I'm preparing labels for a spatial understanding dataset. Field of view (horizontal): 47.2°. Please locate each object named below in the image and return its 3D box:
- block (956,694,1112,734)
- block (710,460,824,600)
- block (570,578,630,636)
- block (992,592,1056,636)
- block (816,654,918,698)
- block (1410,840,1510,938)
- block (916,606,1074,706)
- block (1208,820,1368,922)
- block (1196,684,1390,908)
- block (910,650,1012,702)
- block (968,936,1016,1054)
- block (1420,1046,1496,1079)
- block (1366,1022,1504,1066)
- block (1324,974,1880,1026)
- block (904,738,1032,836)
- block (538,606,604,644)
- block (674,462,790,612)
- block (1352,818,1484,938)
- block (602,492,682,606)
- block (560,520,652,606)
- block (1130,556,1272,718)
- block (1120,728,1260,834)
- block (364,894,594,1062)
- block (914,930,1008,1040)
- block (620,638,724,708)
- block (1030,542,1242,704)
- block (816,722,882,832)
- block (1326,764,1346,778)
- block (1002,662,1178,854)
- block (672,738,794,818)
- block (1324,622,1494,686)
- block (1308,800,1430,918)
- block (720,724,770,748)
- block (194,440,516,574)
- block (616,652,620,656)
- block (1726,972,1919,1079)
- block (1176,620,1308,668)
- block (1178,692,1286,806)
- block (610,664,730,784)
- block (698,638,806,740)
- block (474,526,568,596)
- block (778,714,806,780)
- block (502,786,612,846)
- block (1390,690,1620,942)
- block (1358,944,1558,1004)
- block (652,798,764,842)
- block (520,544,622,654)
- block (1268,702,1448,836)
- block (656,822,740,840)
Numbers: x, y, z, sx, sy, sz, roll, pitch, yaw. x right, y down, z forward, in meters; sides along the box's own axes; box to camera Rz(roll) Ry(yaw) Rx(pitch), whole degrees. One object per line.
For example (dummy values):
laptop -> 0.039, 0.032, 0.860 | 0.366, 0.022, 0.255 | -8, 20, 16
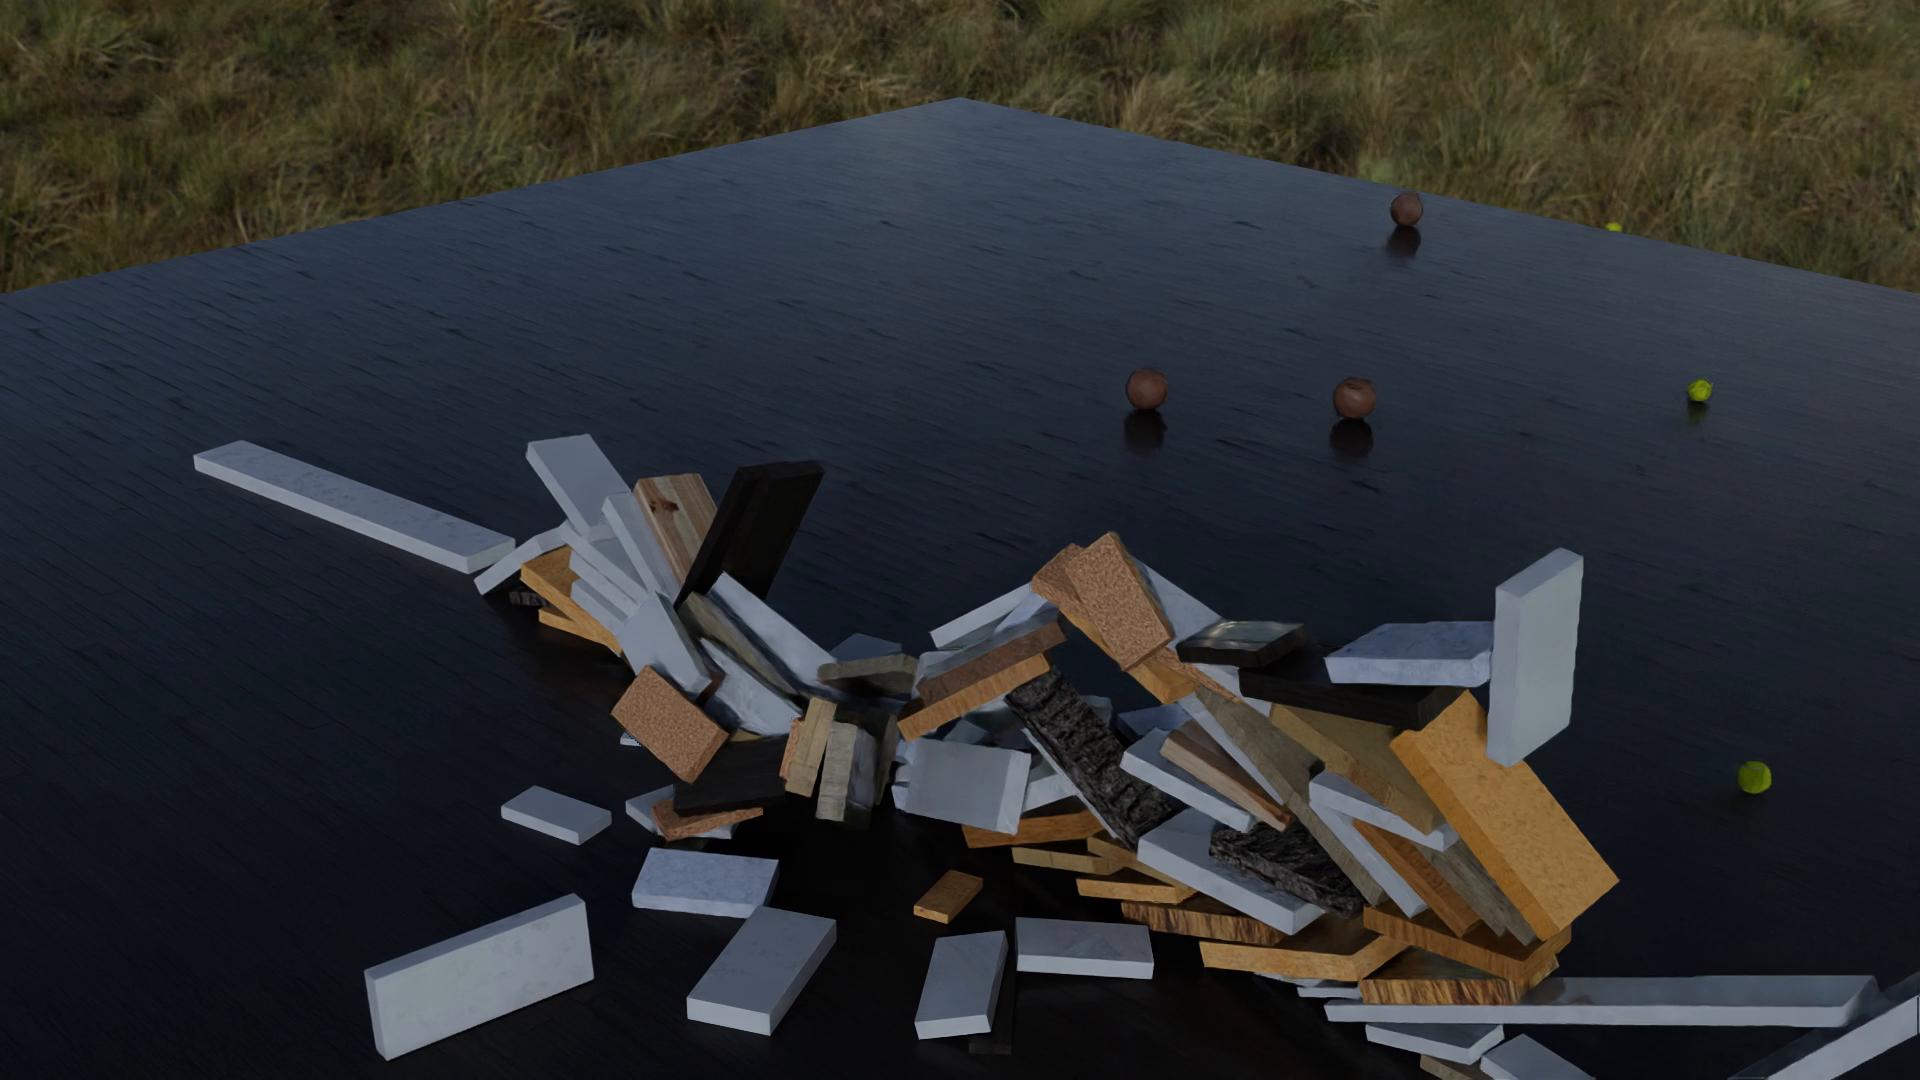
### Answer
block -> 0.150, 0.390, 4.579 | 0.310, 0.155, 0.044 | 7, 25, -8
block -> -0.452, 0.042, 4.805 | 0.130, 0.587, 0.037 | -10, 55, -35
block -> -0.724, 0.178, 5.067 | 0.337, 0.048, 0.169 | 36, 38, 30
block -> 0.173, 0.123, 4.184 | 0.127, 0.254, 0.036 | -12, 68, -34
block -> -0.154, 0.271, 4.352 | 0.121, 0.034, 0.258 | 25, -24, -38
block -> 0.845, 0.536, 3.581 | 0.108, 0.031, 0.216 | -22, 56, -31
block -> 0.067, 0.212, 4.082 | 0.292, 0.041, 0.146 | -26, 6, 13
block -> 0.601, 0.566, 3.839 | 0.299, 0.042, 0.149 | 21, 25, 39
block -> 0.616, 0.408, 3.798 | 0.146, 0.041, 0.498 | -20, 55, -29
block -> 0.024, 0.266, 4.261 | 0.223, 0.112, 0.032 | -1, 40, -19
block -> 0.061, 0.795, 3.861 | 0.072, 0.020, 0.328 | 1, 23, 3
block -> 0.878, 0.883, 3.641 | 0.205, 0.029, 0.103 | 21, 31, 40
block -> 0.798, 0.828, 3.702 | 0.103, 0.029, 0.205 | -21, 16, -41
block -> 0.978, 0.730, 3.486 | 0.108, 0.031, 0.942 | -22, 6, -42
block -> 0.010, 0.464, 4.180 | 0.042, 0.149, 0.422 | 15, -8, -24
block -> -0.886, 0.190, 5.271 | 0.231, 0.033, 0.116 | 16, 28, 33
block -> -0.504, 0.022, 4.799 | 0.126, 0.516, 0.036 | -9, 54, -36
block -> 0.783, 0.524, 3.623 | 0.129, 0.036, 0.257 | -24, 57, -32
block -> -0.674, 0.022, 5.017 | 0.159, 0.045, 0.319 | -11, 57, -39
block -> -0.758, 0.037, 5.080 | 0.320, 0.045, 0.160 | 37, 38, 28
block -> 0.426, 0.170, 3.882 | 0.455, 0.031, 0.110 | 35, 47, 29
block -> 0.434, 0.434, 3.983 | 0.261, 0.037, 0.131 | 27, 27, 23
block -> -0.823, 0.750, 3.792 | 0.393, 0.155, 0.044 | -17, 24, -34
block -> 0.005, 0.776, 3.846 | 0.126, 0.036, 0.253 | -9, 22, 13
block -> -0.593, 0.257, 4.511 | 0.037, 0.130, 0.260 | 27, 11, -46
block -> 0.346, 0.146, 3.954 | 0.443, 0.036, 0.127 | 29, 44, 23
block -> -0.207, 0.451, 4.153 | 0.050, 0.176, 0.353 | 7, -10, 7
block -> 0.680, 0.382, 3.659 | 0.065, 0.018, 0.130 | -27, 34, -37
block -> 0.243, 0.400, 4.076 | 0.371, 0.037, 0.131 | 50, 41, 5
block -> -0.435, 0.462, 4.275 | 0.247, 0.035, 0.123 | -10, 55, 22
block -> 0.740, 0.178, 3.466 | 0.154, 0.044, 0.308 | -25, 12, -33
block -> 0.717, 0.501, 3.678 | 0.129, 0.036, 0.257 | -22, 56, -31
block -> -0.423, 0.420, 4.346 | 0.256, 0.075, 0.021 | 12, -16, 35
block -> -1.655, -0.101, 5.941 | 1.177, 0.045, 0.159 | 17, 28, 35
block -> -0.818, 0.184, 5.187 | 0.116, 0.033, 0.231 | -17, 43, -39
block -> 1.416, 0.548, 2.950 | 0.154, 1.477, 0.044 | -23, 70, -43
block -> 0.477, 0.175, 3.733 | 0.110, 0.031, 0.220 | -27, 13, -29
block -> 0.532, 0.331, 3.923 | 0.149, 0.042, 0.299 | -22, 52, -31
block -> -0.575, 0.363, 4.344 | 0.247, 0.123, 0.035 | 36, -1, 35
block -> -0.442, 0.360, 4.430 | 0.353, 0.176, 0.050 | 34, 6, 36
block -> -1.043, 0.041, 5.375 | 0.160, 0.045, 0.320 | -24, -3, -44
block -> -0.292, 0.390, 4.197 | 0.032, 0.112, 0.223 | 15, 2, 8
block -> -0.812, 0.553, 4.422 | 0.203, 0.028, 0.099 | 14, 27, 29
block -> 0.863, 0.432, 3.489 | 0.168, 0.048, 0.383 | -27, 74, -36
block -> 0.830, 0.724, 3.675 | 0.149, 0.042, 0.299 | -22, 6, -41
block -> -0.499, 0.532, 4.342 | 0.199, 0.028, 0.099 | -15, 31, -18
block -> -0.802, 0.167, 5.144 | 0.486, 0.048, 0.169 | 33, 37, 27
block -> 0.690, 0.337, 3.615 | 0.168, 0.048, 0.336 | -26, 49, -36
block -> -0.515, 0.557, 4.348 | 0.150, 0.021, 0.075 | 2, 30, 12
